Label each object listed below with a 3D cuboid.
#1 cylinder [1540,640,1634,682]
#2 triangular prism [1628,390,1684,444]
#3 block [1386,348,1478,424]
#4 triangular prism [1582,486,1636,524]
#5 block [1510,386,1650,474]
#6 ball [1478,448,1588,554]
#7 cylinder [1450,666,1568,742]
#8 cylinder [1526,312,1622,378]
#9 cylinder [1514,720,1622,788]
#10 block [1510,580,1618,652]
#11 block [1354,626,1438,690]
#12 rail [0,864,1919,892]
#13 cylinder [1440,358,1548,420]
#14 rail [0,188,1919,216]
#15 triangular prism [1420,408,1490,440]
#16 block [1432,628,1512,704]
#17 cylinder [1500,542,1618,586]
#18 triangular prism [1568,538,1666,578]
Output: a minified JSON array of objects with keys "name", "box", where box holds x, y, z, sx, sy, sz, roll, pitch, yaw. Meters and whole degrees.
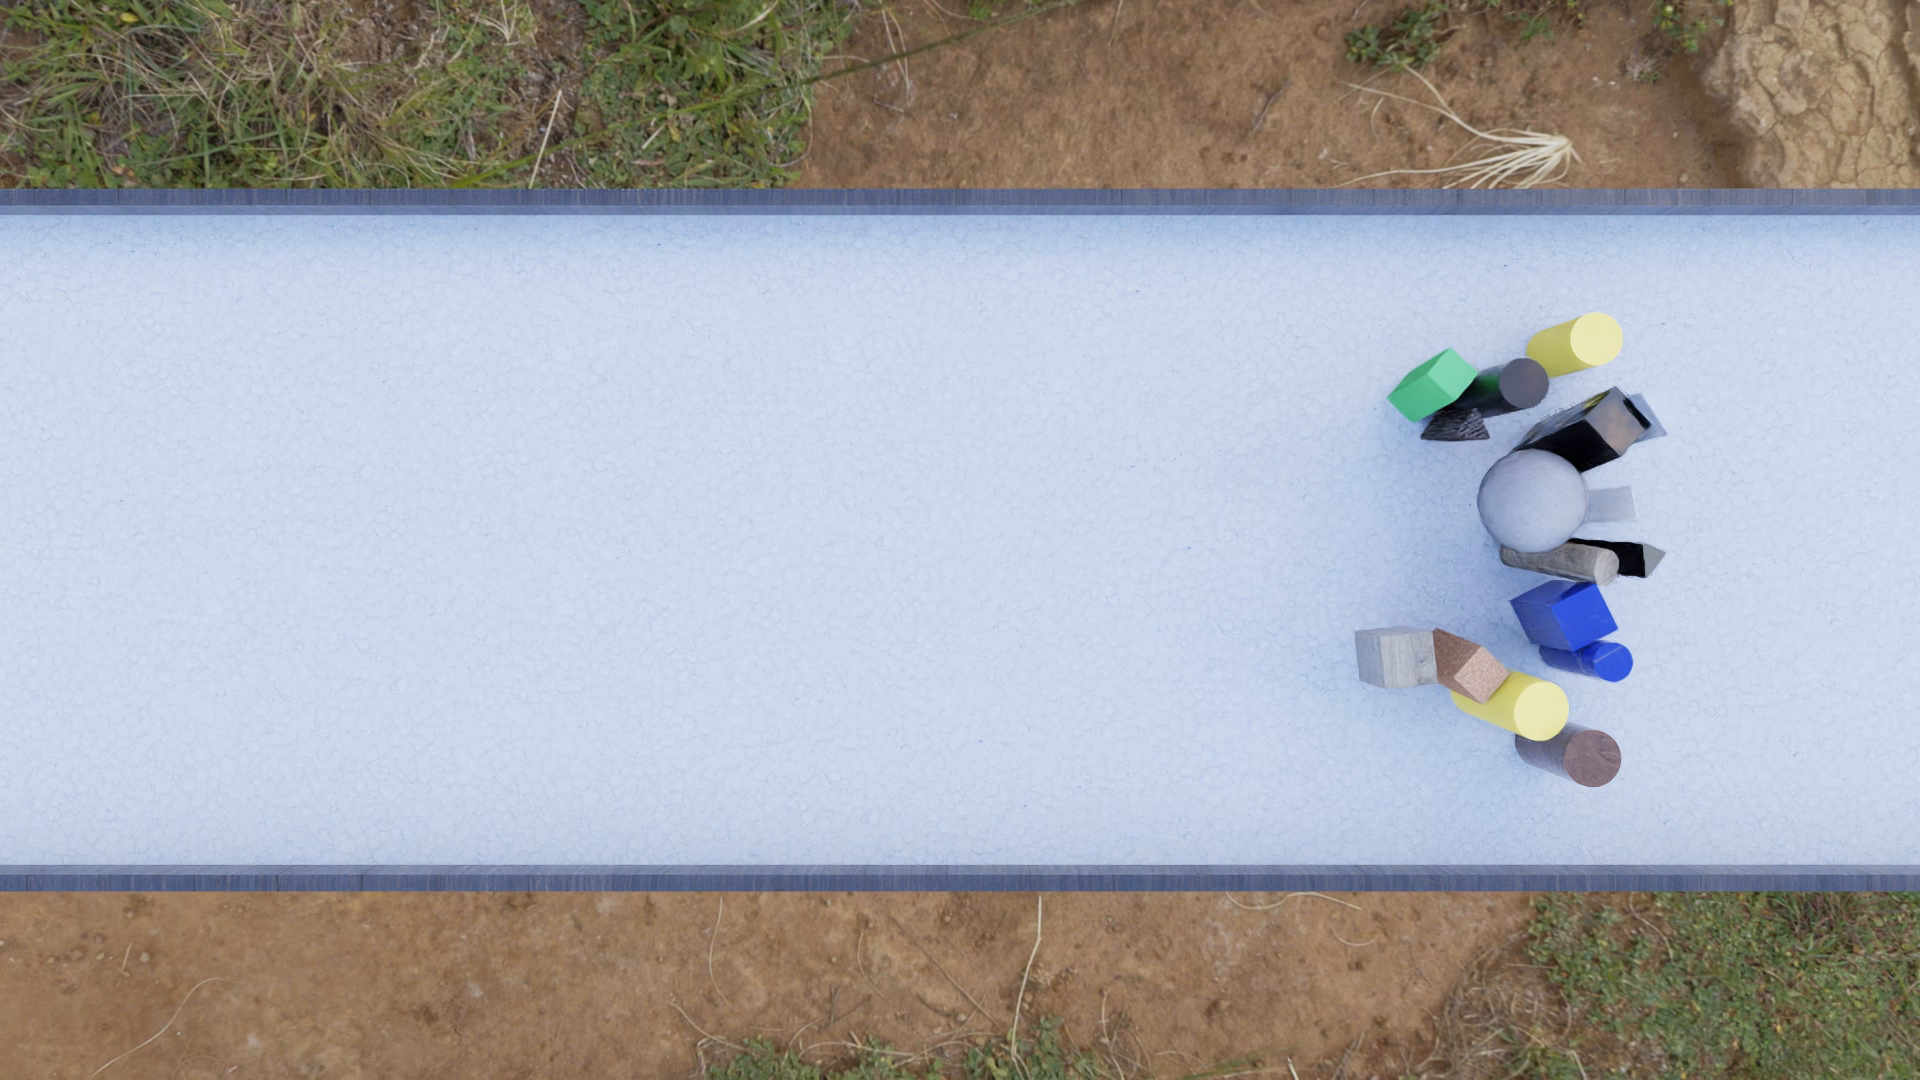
[{"name":"cylinder","box":[1.843,0.342,4.867,0.112,0.416,0.112,0,91,-1]},{"name":"triangular prism","box":[1.958,-0.368,4.865,0.123,0.405,0.142,-36,94,-16]},{"name":"block","box":[1.405,-0.458,4.918,0.113,0.301,0.113,43,78,0]},{"name":"triangular prism","box":[1.851,-0.075,4.980,0.345,0.091,0.106,-6,130,9]},{"name":"block","box":[1.821,-0.298,4.862,0.149,0.403,0.149,-43,90,-16]},{"name":"ball","box":[1.678,-0.115,4.837,0.306,0.306,0.306,0,90,0]},{"name":"cylinder","box":[1.620,0.469,4.880,0.173,0.362,0.173,-1,97,-12]},{"name":"cylinder","box":[1.818,-0.574,4.893,0.151,0.367,0.151,0,90,0]},{"name":"cylinder","box":[1.789,0.618,4.870,0.163,0.413,0.163,0,90,0]},{"name":"block","box":[1.789,0.221,4.901,0.146,0.349,0.146,-26,91,0]},{"name":"block","box":[1.297,0.348,4.919,0.153,0.314,0.153,-7,90,0]},{"name":"rail","box":[-2.247,1.025,5.001,12.000,0.150,0.050,0,90,0]},{"name":"cylinder","box":[1.558,-0.433,4.841,0.143,0.459,0.143,0,89,-5]},{"name":"rail","box":[-2.247,-1.025,5.002,12.000,0.150,0.050,0,90,0]},{"name":"triangular prism","box":[1.477,-0.347,4.919,0.100,0.306,0.087,4,92,-4]},{"name":"block","box":[1.485,0.372,4.908,0.123,0.320,0.123,41,90,-10]},{"name":"cylinder","box":[1.779,0.055,4.907,0.109,0.336,0.109,-7,103,-32]},{"name":"triangular prism","box":[1.908,0.036,4.895,0.089,0.368,0.103,-15,101,-27]}]
